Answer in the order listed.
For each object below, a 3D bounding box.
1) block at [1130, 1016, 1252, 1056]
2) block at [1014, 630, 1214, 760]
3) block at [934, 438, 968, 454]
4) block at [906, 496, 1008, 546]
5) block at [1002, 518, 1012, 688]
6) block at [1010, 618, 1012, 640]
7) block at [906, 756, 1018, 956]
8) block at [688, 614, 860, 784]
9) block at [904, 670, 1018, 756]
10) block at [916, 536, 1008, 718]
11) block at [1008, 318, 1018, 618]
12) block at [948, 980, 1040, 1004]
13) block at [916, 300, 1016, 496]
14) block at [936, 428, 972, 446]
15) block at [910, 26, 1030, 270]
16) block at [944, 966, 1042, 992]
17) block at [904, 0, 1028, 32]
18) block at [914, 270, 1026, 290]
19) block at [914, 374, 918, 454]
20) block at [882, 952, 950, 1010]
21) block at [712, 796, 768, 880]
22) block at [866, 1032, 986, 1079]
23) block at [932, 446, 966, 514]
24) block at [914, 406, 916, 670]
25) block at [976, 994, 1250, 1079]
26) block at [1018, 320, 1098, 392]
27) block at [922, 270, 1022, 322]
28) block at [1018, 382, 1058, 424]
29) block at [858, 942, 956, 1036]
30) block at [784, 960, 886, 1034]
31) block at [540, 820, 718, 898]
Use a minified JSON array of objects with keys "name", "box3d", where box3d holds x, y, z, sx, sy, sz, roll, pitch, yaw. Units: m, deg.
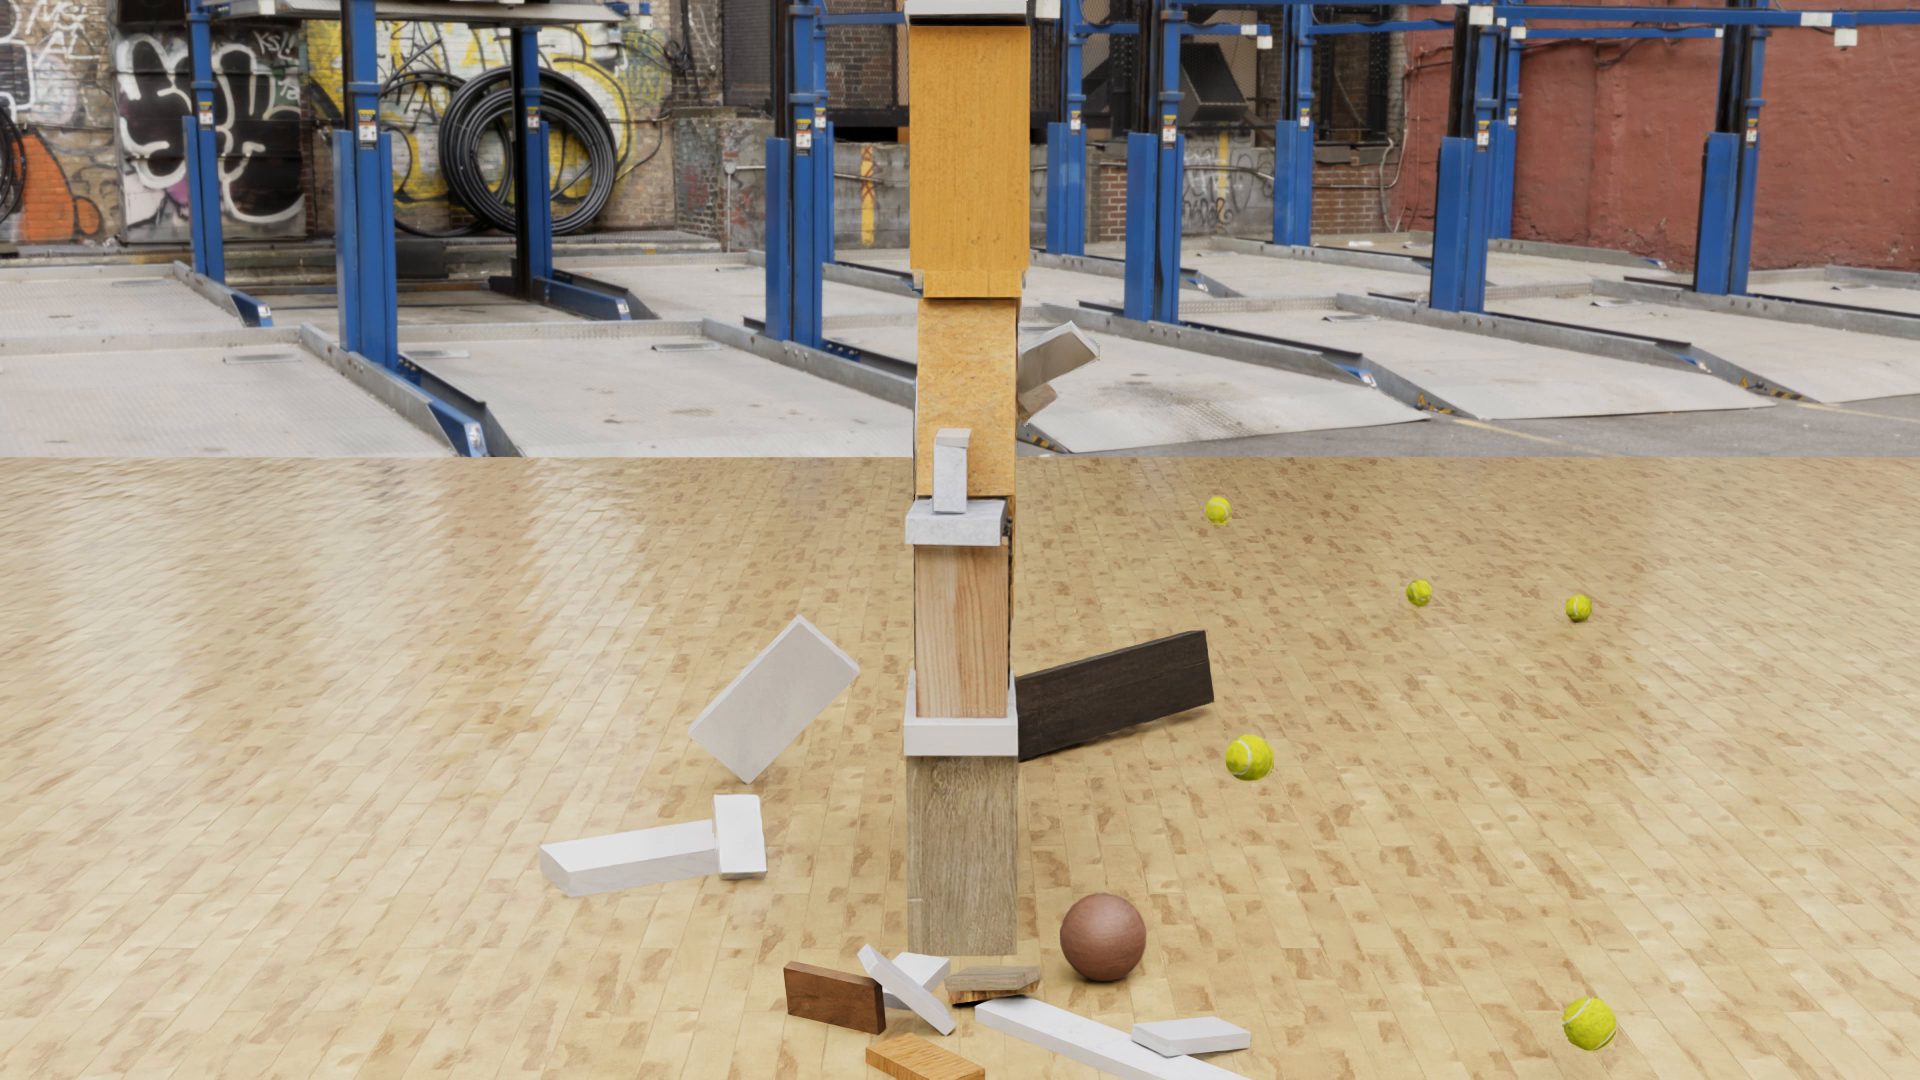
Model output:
[{"name":"block","box3d":[0.319,0.684,3.032,0.152,0.022,0.076,4,4,-37]},{"name":"block","box3d":[0.311,0.320,4.608,0.567,0.158,0.045,-12,6,-39]},{"name":"block","box3d":[-0.015,-0.101,3.273,0.048,0.096,0.014,2,-5,2]},{"name":"block","box3d":[-0.001,-0.036,3.298,0.136,0.039,0.273,1,10,4]},{"name":"block","box3d":[0.010,0.099,3.429,0.136,0.273,0.039,0,21,0]},{"name":"block","box3d":[0.006,0.008,3.660,0.158,0.315,0.045,0,5,-2]},{"name":"block","box3d":[0.003,0.473,3.365,0.169,0.338,0.048,0,18,0]},{"name":"block","box3d":[-0.360,0.309,4.250,0.157,0.315,0.045,42,10,-16]},{"name":"block","box3d":[0.002,0.265,3.419,0.169,0.048,0.338,0,11,0]},{"name":"block","box3d":[0.003,0.130,3.262,0.136,0.273,0.039,0,19,0]},{"name":"block","box3d":[0.016,-0.115,3.539,0.148,0.480,0.042,1,5,0]},{"name":"block","box3d":[0.050,0.651,3.202,0.127,0.018,0.063,-10,1,8]},{"name":"block","box3d":[0.009,-0.215,3.340,0.148,0.295,0.042,0,-1,0]},{"name":"block","box3d":[-0.009,-0.152,3.247,0.048,0.014,0.096,2,11,3]},{"name":"block","box3d":[0.015,-0.585,3.288,0.178,0.356,0.050,0,12,1]},{"name":"block","box3d":[0.047,0.633,3.178,0.127,0.018,0.063,-9,1,35]},{"name":"block","box3d":[0.015,-0.787,3.377,0.178,0.050,0.355,0,-1,2]},{"name":"block","box3d":[0.016,-0.579,3.503,0.178,0.356,0.050,0,4,0]},{"name":"block","box3d":[0.004,-0.216,3.743,0.157,0.045,0.315,0,21,0]},{"name":"block","box3d":[-0.079,0.654,3.264,0.079,0.022,0.158,4,11,20]},{"name":"block","box3d":[-0.379,0.509,3.774,0.078,0.022,0.157,2,48,-15]},{"name":"block","box3d":[-0.048,0.709,2.967,0.079,0.022,0.157,-9,14,-40]},{"name":"block","box3d":[-0.015,-0.088,3.205,0.048,0.096,0.014,1,-7,-5]},{"name":"block","box3d":[-0.003,0.144,3.949,0.157,0.773,0.045,0,15,0]},{"name":"block","box3d":[0.353,0.726,2.875,0.854,0.022,0.079,10,15,44]},{"name":"block","box3d":[0.147,-0.308,3.708,0.157,0.022,0.078,-24,-48,32]},{"name":"block","box3d":[0.021,-0.380,3.448,0.148,0.042,0.295,0,-2,1]},{"name":"block","box3d":[0.118,-0.259,3.867,0.022,0.078,0.372,-39,1,13]},{"name":"block","box3d":[-0.076,0.634,3.104,0.152,0.022,0.076,42,-1,-17]},{"name":"block","box3d":[-0.179,0.651,3.128,0.152,0.076,0.022,6,21,29]},{"name":"block","box3d":[-0.547,0.546,3.785,0.315,0.045,0.157,-6,12,-28]}]
